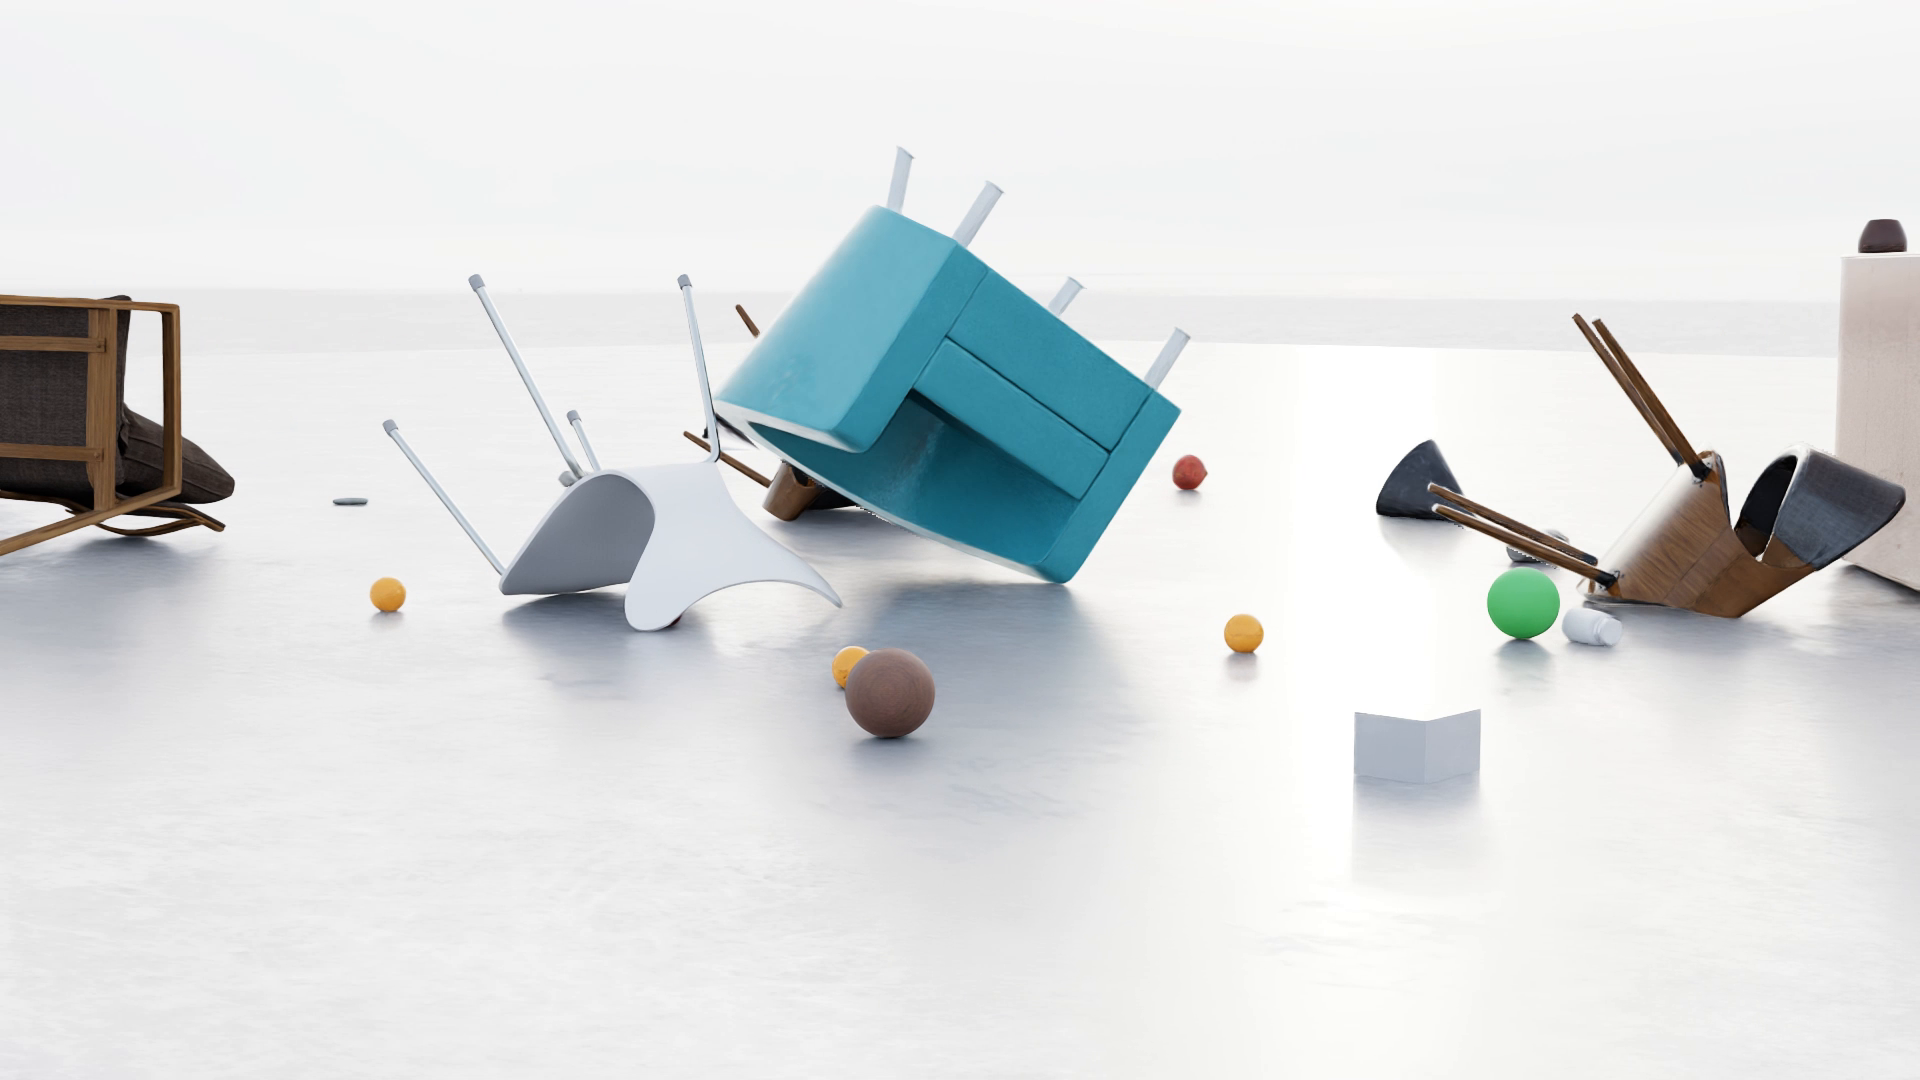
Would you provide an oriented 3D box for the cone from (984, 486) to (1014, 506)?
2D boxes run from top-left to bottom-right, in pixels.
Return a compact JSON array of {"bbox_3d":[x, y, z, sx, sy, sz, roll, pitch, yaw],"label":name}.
[{"bbox_3d":[0.123,-0.117,7.407,0.085,0.061,0.103,-9,-13,12],"label":"cone"}]

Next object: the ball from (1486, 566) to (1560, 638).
[{"bbox_3d":[1.024,0.114,4.664,0.131,0.131,0.131,0,6,0],"label":"ball"}]

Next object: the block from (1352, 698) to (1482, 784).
[{"bbox_3d":[0.608,0.267,3.413,0.111,0.084,0.135,5,8,43],"label":"block"}]

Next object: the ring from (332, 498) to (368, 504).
[{"bbox_3d":[-1.766,-0.113,7.432,0.103,0.016,0.078,-1,7,-10],"label":"ring"}]

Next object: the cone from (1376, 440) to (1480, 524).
[{"bbox_3d":[1.306,-0.107,6.934,0.134,0.258,0.303,38,1,-42],"label":"cone"}]

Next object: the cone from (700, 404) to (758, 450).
[{"bbox_3d":[-0.851,-0.383,9.682,0.214,0.212,0.135,26,34,3],"label":"cone"}]

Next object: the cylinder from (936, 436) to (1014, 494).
[{"bbox_3d":[0.048,-0.235,7.917,0.244,0.159,0.294,-1,6,-5],"label":"cylinder"}]
